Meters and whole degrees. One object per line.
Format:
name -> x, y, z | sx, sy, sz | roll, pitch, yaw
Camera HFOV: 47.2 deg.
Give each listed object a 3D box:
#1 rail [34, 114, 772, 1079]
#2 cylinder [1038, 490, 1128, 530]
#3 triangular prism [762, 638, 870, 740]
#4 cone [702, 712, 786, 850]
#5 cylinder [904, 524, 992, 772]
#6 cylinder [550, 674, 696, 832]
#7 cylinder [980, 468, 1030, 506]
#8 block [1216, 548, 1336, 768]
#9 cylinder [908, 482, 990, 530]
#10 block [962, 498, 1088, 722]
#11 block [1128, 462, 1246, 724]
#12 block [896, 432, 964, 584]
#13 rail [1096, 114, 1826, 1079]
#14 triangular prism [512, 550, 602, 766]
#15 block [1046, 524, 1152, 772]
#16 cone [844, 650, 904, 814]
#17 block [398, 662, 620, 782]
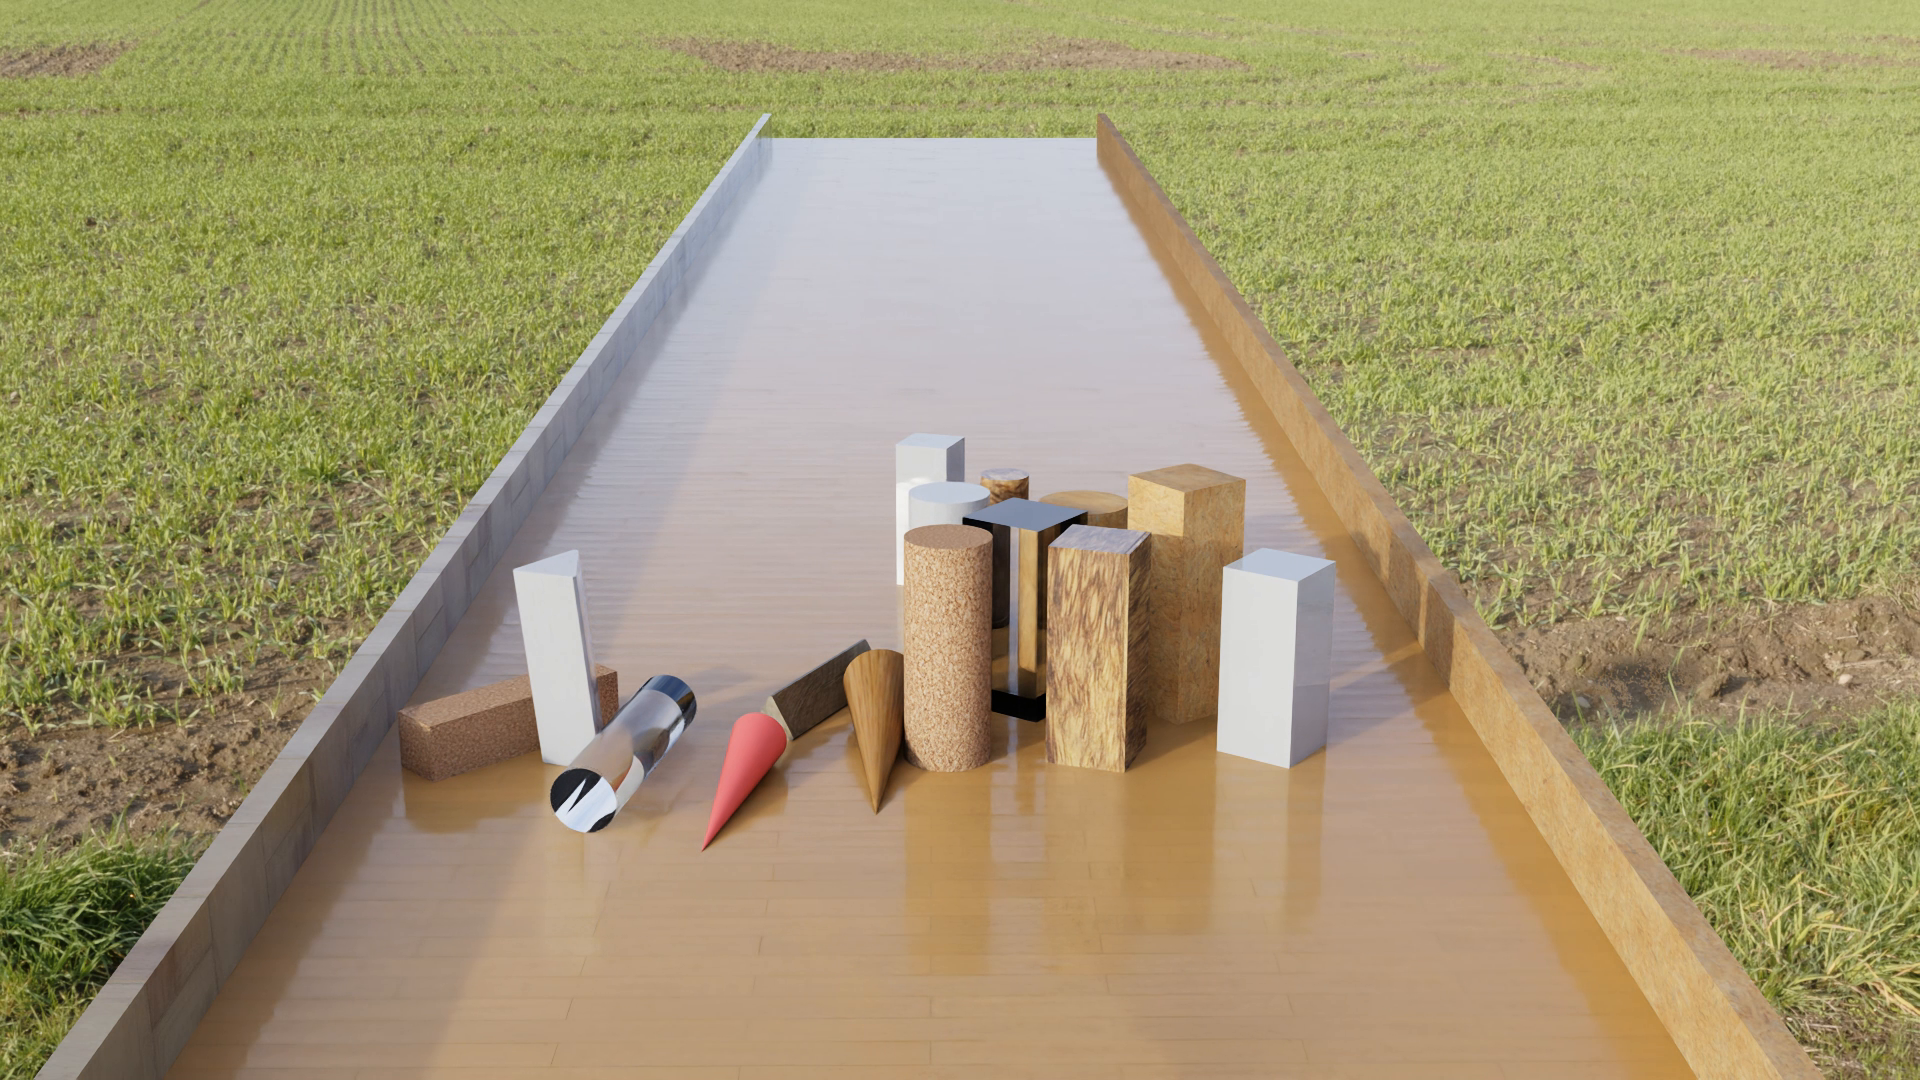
rail -> -1.118, -0.838, 7.780 | 0.050, 0.150, 12.000 | 0, 17, -1
cylinder -> 0.246, 0.076, 4.418 | 0.180, 0.315, 0.180 | 0, 17, 0
triangular prism -> -0.265, 0.275, 4.157 | 0.090, 0.078, 0.354 | 8, 18, 25
cone -> -0.385, 0.426, 3.707 | 0.100, 0.100, 0.381 | 3, 24, 9
cylinder -> -0.022, 0.189, 3.873 | 0.155, 0.408, 0.155 | 0, 16, 0
cylinder -> -0.576, 0.363, 3.808 | 0.113, 0.113, 0.451 | 3, 17, 10
cylinder -> 0.093, 0.009, 4.656 | 0.104, 0.307, 0.104 | 0, 17, 0
block -> 0.563, 0.208, 3.920 | 0.145, 0.346, 0.145 | 12, 20, 34
cylinder -> -0.021, 0.069, 4.397 | 0.163, 0.341, 0.163 | 0, 17, 0
block -> 0.122, 0.129, 4.145 | 0.168, 0.370, 0.168 | 11, 20, 34
block -> 0.418, 0.098, 4.113 | 0.152, 0.446, 0.152 | -12, 20, -35
block -> -0.065, -0.065, 4.883 | 0.118, 0.320, 0.118 | 6, 18, 19
rail -> 0.932, -0.844, 7.801 | 0.050, 0.150, 12.000 | 0, 17, -1
triangular prism -> -0.676, 0.208, 3.854 | 0.123, 0.371, 0.107 | 5, 24, 22
block -> 0.245, 0.190, 3.886 | 0.145, 0.400, 0.145 | 6, 18, 19
cone -> -0.143, 0.363, 3.880 | 0.144, 0.144, 0.452 | 0, 26, -1
block -> -0.808, 0.321, 3.965 | 0.396, 0.104, 0.104 | -16, 23, -42
